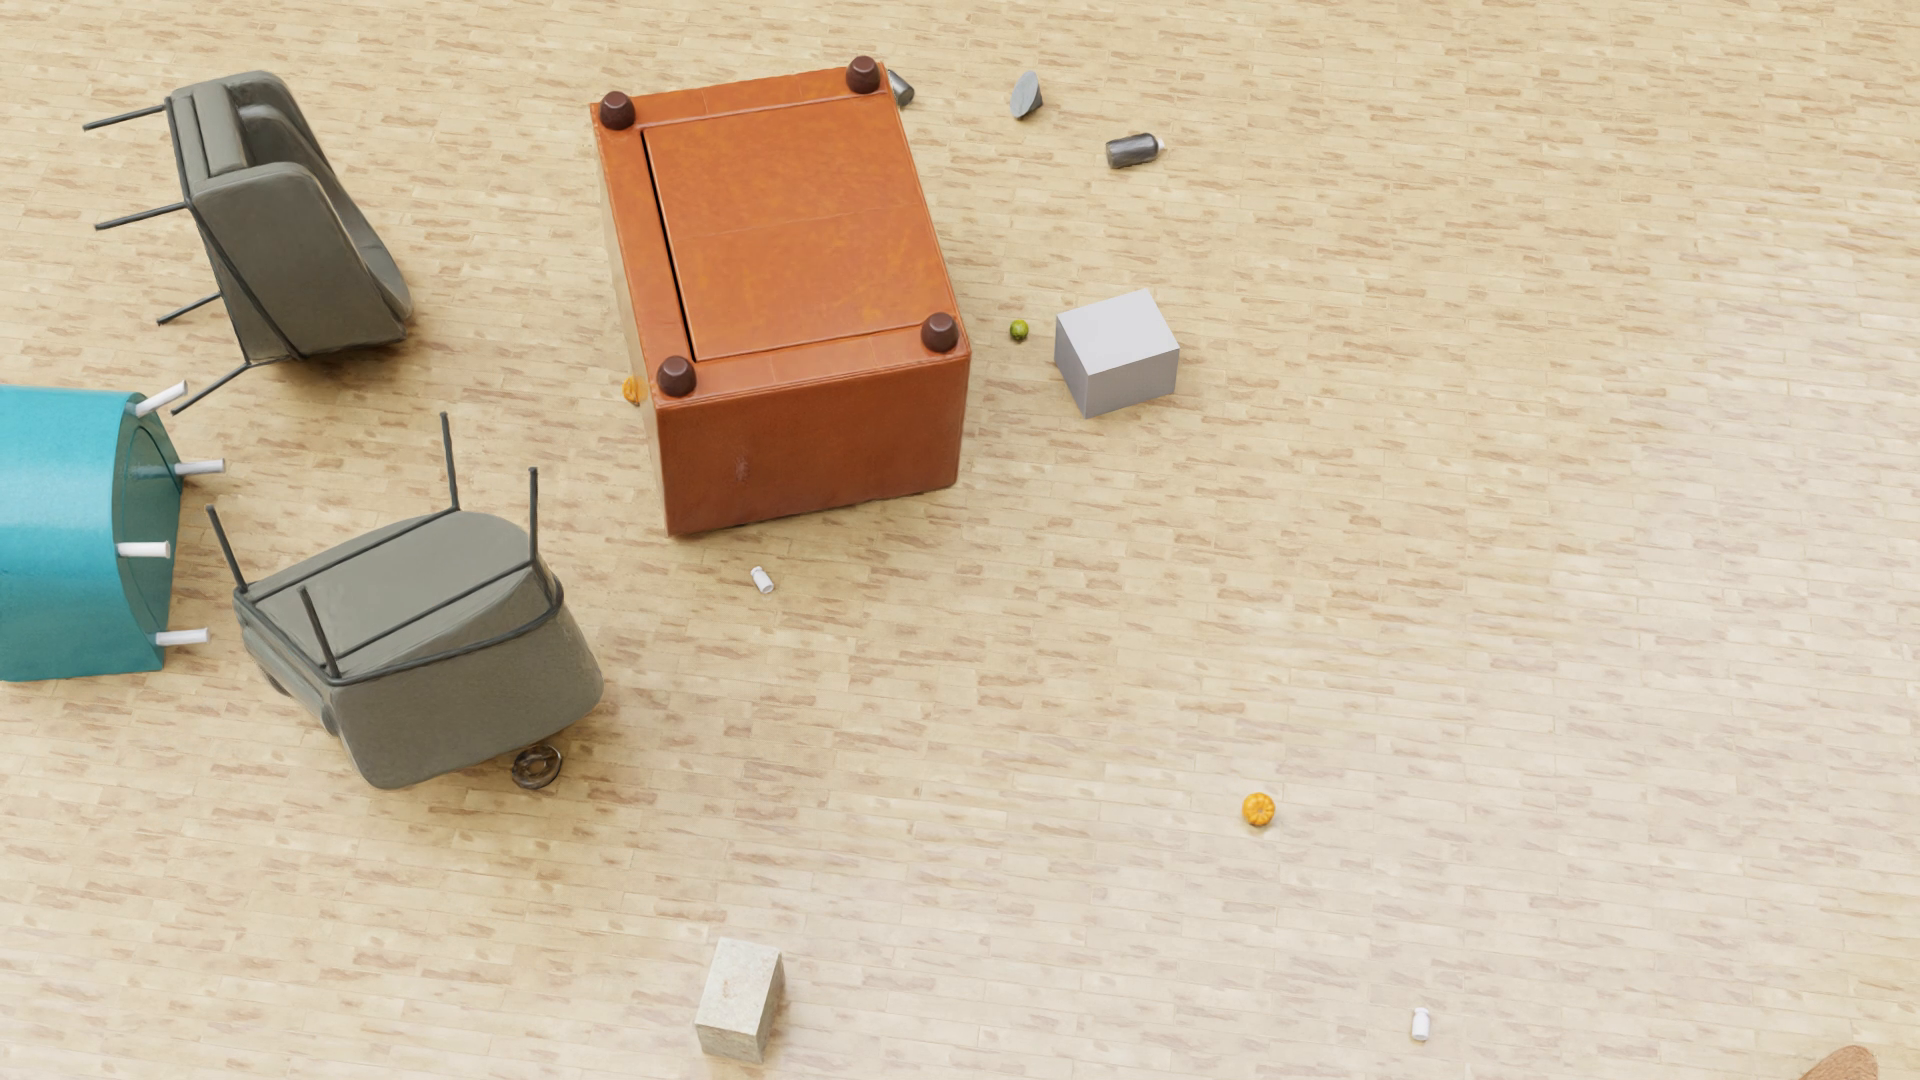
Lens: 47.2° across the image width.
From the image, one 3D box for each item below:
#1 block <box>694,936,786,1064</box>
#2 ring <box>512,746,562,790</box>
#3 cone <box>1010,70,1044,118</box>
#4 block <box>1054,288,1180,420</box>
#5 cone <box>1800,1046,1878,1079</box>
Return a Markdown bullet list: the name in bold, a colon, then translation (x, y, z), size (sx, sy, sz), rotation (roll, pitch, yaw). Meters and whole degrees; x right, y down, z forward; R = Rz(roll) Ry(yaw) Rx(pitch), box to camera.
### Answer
- **block**: translation (-0.562, 1.185, 5.654), size (0.159, 0.206, 0.238), rotation (10, 57, 7)
- **ring**: translation (-1.180, 0.633, 6.126), size (0.148, 0.039, 0.128), rotation (-40, 64, -22)
- **cone**: translation (0.253, -1.514, 7.556), size (0.090, 0.143, 0.179), rotation (22, 64, -34)
- **block**: translation (0.484, -0.578, 6.828), size (0.303, 0.223, 0.255), rotation (-17, 58, -11)
- **cone**: translation (2.177, 1.393, 5.587), size (0.302, 0.230, 0.126), rotation (-43, 21, -12)
